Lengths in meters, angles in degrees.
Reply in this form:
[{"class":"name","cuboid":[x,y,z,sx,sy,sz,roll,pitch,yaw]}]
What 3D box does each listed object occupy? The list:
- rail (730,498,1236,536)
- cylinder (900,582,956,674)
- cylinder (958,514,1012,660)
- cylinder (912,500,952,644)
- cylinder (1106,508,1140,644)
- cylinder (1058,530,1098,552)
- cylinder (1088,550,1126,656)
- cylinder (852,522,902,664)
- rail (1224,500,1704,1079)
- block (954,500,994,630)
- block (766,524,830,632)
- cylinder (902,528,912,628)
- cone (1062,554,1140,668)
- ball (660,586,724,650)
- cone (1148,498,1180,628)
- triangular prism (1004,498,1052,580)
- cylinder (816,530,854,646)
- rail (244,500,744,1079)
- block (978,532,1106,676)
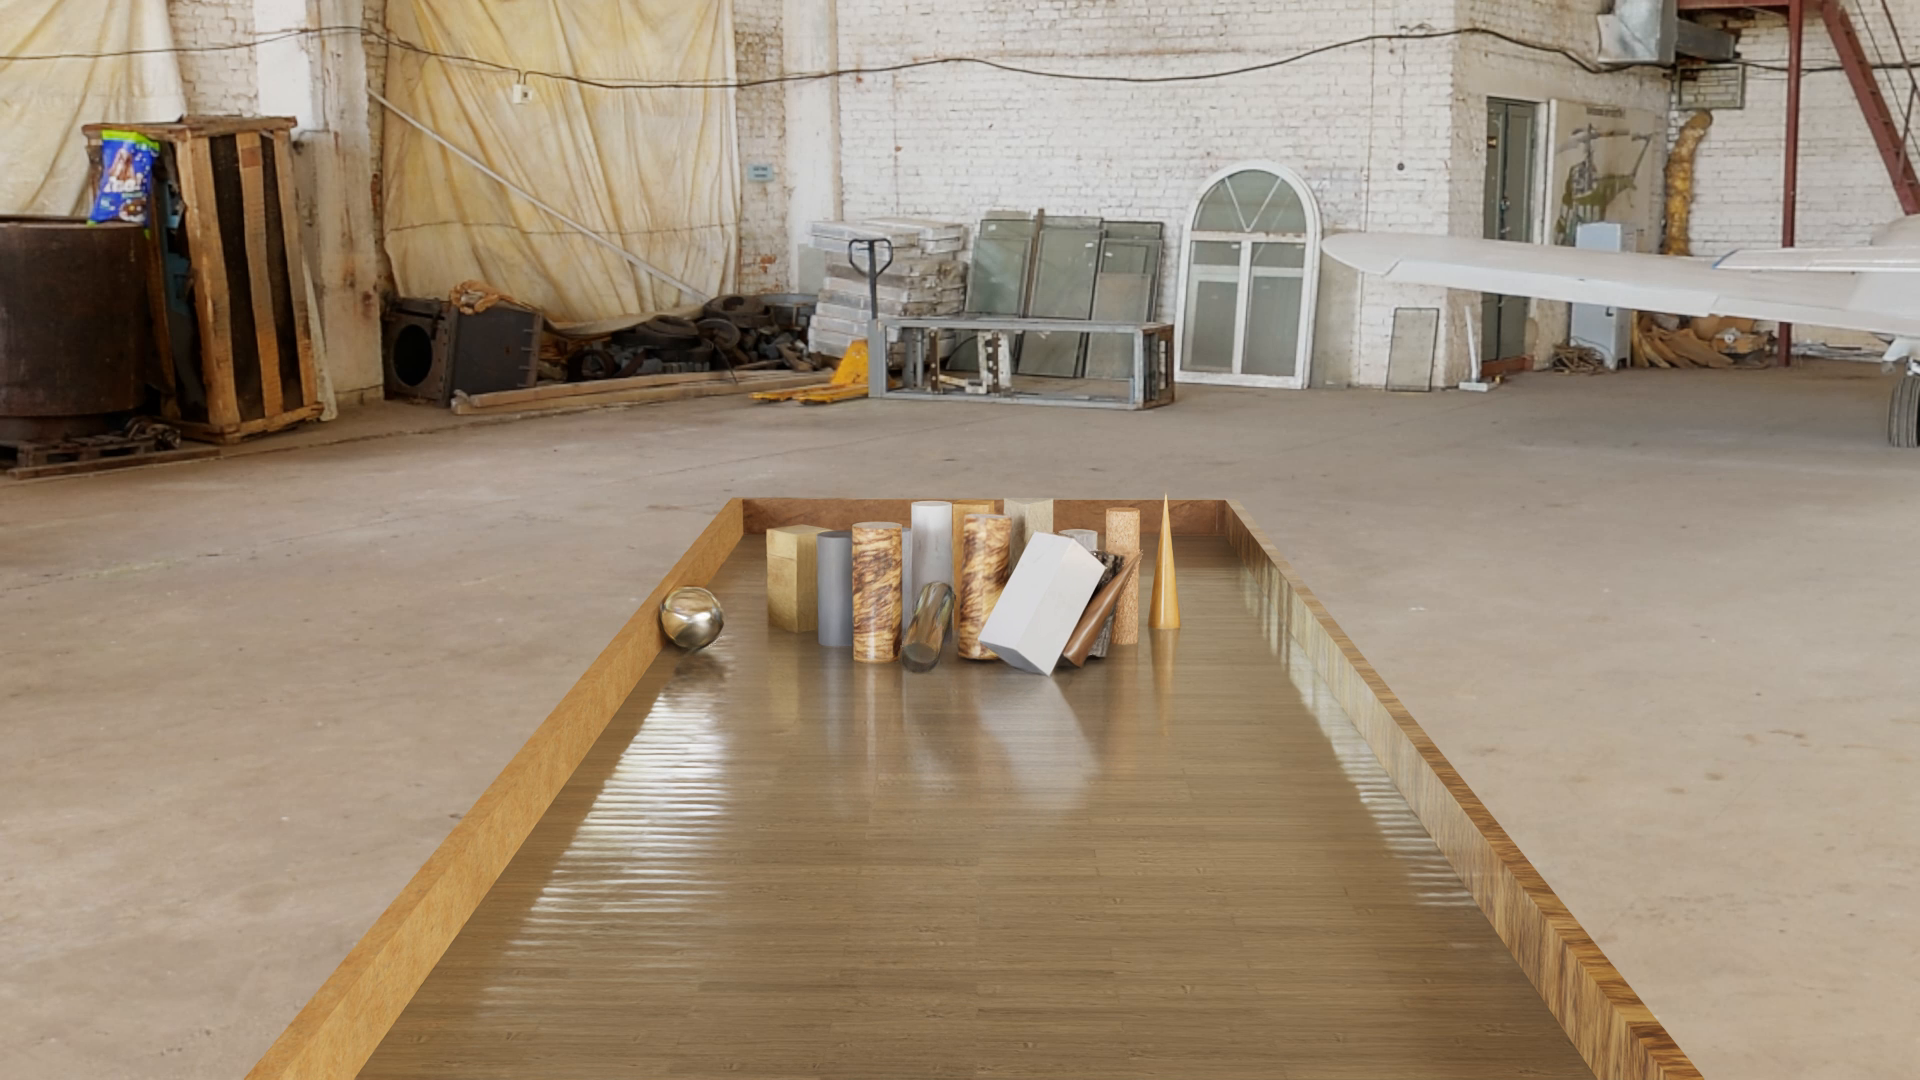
[{"class":"rail","cuboid":[0.099,-0.098,9.147,2.100,0.150,0.050,0,9,1]},{"class":"cylinder","cuboid":[-0.094,0.262,6.646,0.110,0.110,0.372,1,28,8]},{"class":"cylinder","cuboid":[0.075,0.141,6.712,0.144,0.429,0.144,3,5,0]},{"class":"cylinder","cuboid":[-0.089,0.103,6.949,0.129,0.441,0.129,0,9,0]},{"class":"cylinder","cuboid":[0.513,0.113,6.953,0.106,0.422,0.106,0,9,0]},{"class":"cylinder","cuboid":[0.384,0.130,7.183,0.126,0.315,0.126,0,9,0]},{"class":"cylinder","cuboid":[0.395,0.190,6.727,0.165,0.309,0.165,11,1,0]},{"class":"cylinder","cuboid":[-0.251,0.158,6.701,0.152,0.410,0.152,0,9,0]},{"class":"rail","cuboid":[1.046,0.843,3.208,0.050,0.150,12.000,0,9,1]},{"class":"block","cuboid":[0.045,0.081,7.181,0.116,0.412,0.116,2,9,10]},{"class":"block","cuboid":[-0.523,0.124,7.199,0.152,0.322,0.152,-8,12,-43]},{"class":"cylinder","cuboid":[-0.221,0.124,7.210,0.130,0.318,0.130,0,9,0]},{"class":"cone","cuboid":[0.428,0.187,6.579,0.130,0.395,0.130,37,0,0]},{"class":"ball","cuboid":[-0.833,0.244,6.841,0.197,0.197,0.197,0,9,0]},{"class":"cone","cuboid":[0.671,0.060,7.197,0.109,0.448,0.109,0,9,0]},{"class":"triangular prism","cuboid":[0.195,0.097,6.942,0.133,0.455,0.153,6,11,33]},{"class":"cylinder","cuboid":[-0.378,0.152,6.946,0.145,0.345,0.145,0,9,0]},{"class":"rail","cuboid":[-1.004,0.839,3.234,0.050,0.150,12.000,0,9,1]},{"class":"block","cuboid":[0.243,0.188,6.533,0.169,0.376,0.169,11,-22,49]}]
